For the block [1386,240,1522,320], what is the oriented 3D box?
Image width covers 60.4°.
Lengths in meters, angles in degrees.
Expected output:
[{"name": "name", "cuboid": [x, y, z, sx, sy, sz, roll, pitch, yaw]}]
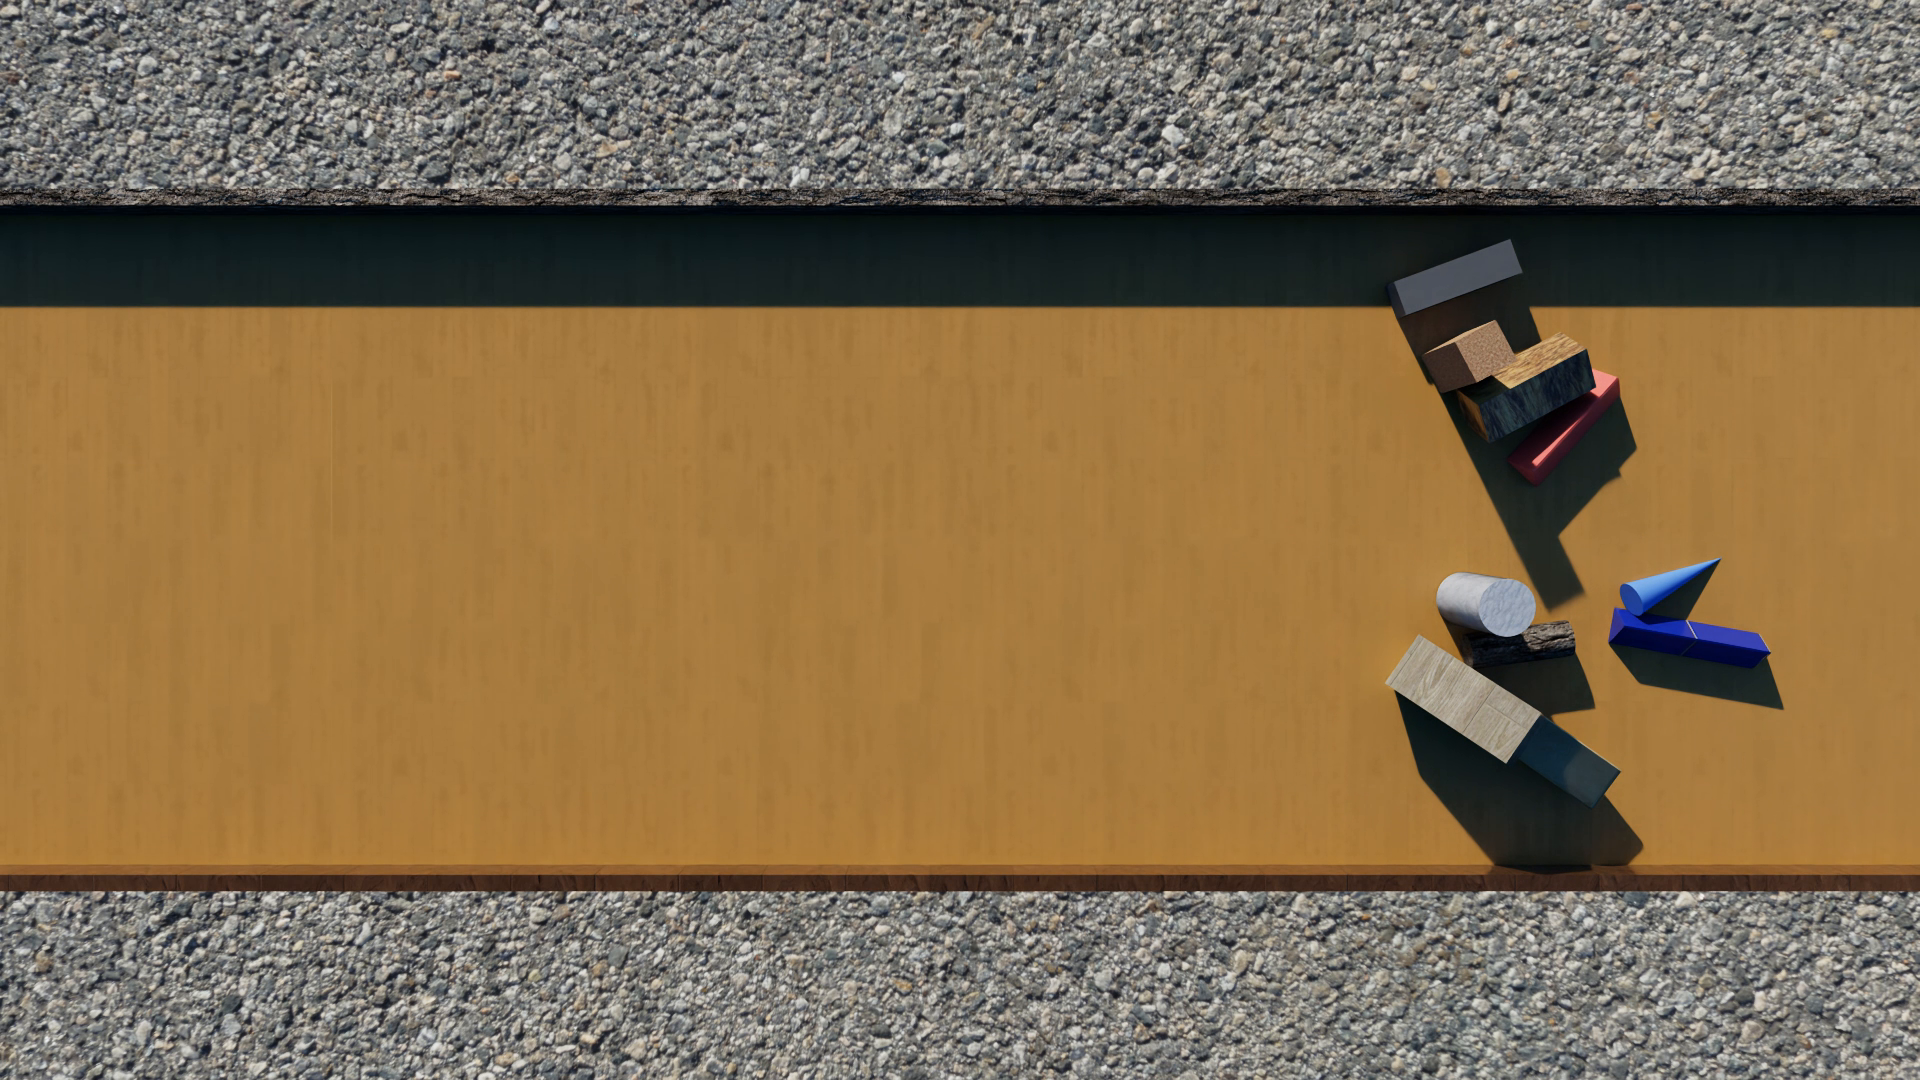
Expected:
[{"name": "block", "cuboid": [1.501, -0.792, 5.023, 0.373, 0.107, 0.107, -20, 90, 0]}]

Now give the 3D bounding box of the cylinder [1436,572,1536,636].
[{"name": "cylinder", "cuboid": [1.554, 0.187, 4.890, 0.166, 0.365, 0.166, 0, 92, -3]}]

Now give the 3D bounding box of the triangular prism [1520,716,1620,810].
[{"name": "triangular prism", "cuboid": [1.784, 0.615, 4.981, 0.413, 0.147, 0.127, 35, 125, 0]}]

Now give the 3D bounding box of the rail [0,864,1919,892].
[{"name": "rail", "cuboid": [-2.247, 1.025, 5.001, 12.000, 0.150, 0.050, 0, 90, 0]}]

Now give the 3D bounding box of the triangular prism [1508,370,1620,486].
[{"name": "triangular prism", "cuboid": [1.855, -0.346, 5.020, 0.123, 0.106, 0.381, 42, 90, 0]}]

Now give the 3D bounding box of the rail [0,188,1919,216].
[{"name": "rail", "cuboid": [-2.247, -1.025, 5.002, 12.000, 0.150, 0.050, 0, 90, 0]}]

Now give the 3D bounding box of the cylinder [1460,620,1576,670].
[{"name": "cylinder", "cuboid": [1.698, 0.319, 5.021, 0.312, 0.111, 0.111, -8, 90, 0]}]

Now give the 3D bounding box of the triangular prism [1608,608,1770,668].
[{"name": "triangular prism", "cuboid": [2.226, 0.301, 5.027, 0.451, 0.093, 0.108, 10, 90, 0]}]

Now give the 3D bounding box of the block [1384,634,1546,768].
[{"name": "block", "cuboid": [1.502, 0.479, 4.901, 0.412, 0.176, 0.176, 36, 94, 26]}]

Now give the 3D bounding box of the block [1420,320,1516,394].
[{"name": "block", "cuboid": [1.506, -0.541, 4.899, 0.133, 0.355, 0.133, -28, 90, 0]}]

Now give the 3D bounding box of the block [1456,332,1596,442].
[{"name": "block", "cuboid": [1.707, -0.460, 4.979, 0.362, 0.142, 0.142, -28, 121, 0]}]

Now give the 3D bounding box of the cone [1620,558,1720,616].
[{"name": "cone", "cuboid": [2.196, 0.118, 5.050, 0.333, 0.106, 0.106, -23, 90, -9]}]
